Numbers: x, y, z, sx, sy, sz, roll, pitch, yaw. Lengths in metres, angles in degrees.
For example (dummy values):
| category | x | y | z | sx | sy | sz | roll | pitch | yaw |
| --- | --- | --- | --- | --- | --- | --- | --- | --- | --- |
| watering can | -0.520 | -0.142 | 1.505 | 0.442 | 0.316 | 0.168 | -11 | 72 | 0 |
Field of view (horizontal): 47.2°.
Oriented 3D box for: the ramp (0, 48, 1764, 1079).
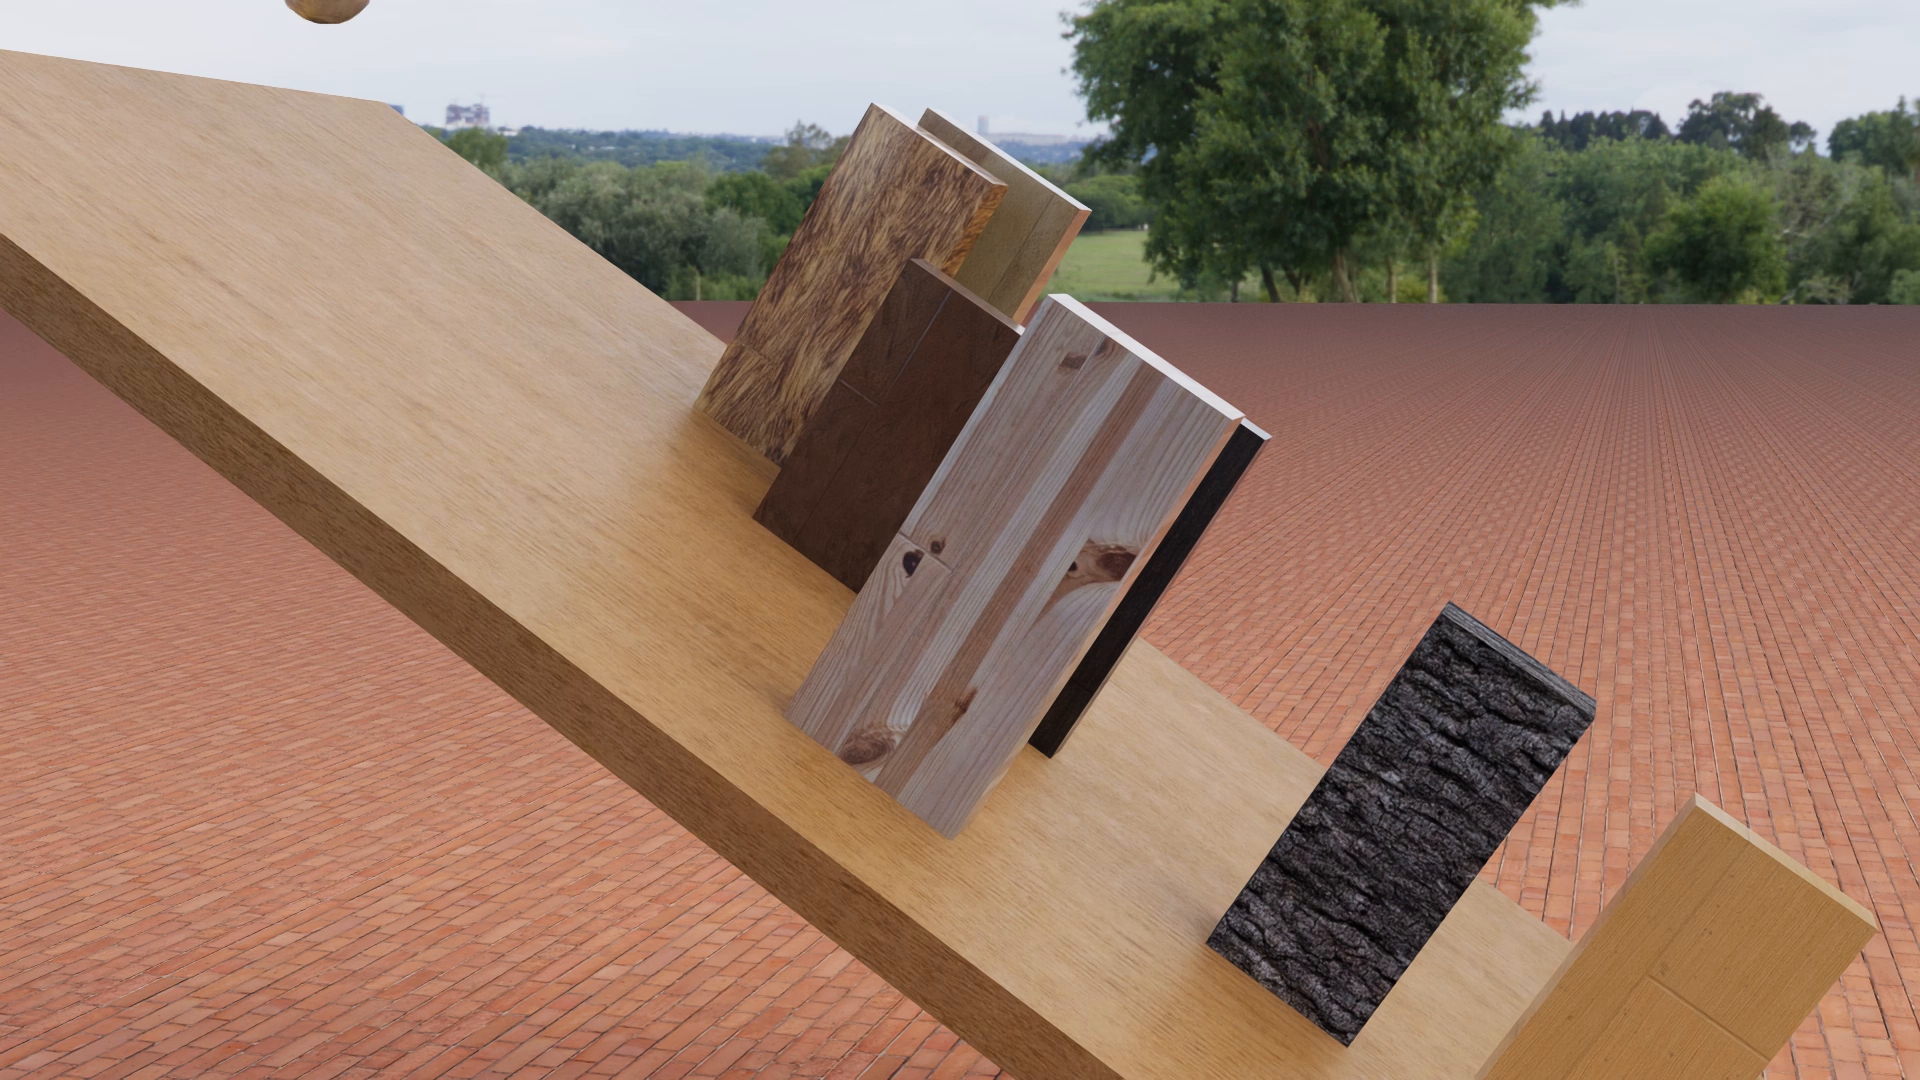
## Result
| category | x | y | z | sx | sy | sz | roll | pitch | yaw |
| --- | --- | --- | --- | --- | --- | --- | --- | --- | --- |
| ramp | -0.130 | 0.219 | 4.101 | 4.000 | 0.100 | 2.000 | 35 | 15 | 10 |

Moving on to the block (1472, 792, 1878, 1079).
| category | x | y | z | sx | sy | sz | roll | pitch | yaw |
| --- | --- | --- | --- | --- | --- | --- | --- | --- | --- |
| block | 0.933 | 0.724 | 3.077 | 0.280 | 0.715 | 0.083 | 35 | 15 | 10 |

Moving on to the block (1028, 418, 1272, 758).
| category | x | y | z | sx | sy | sz | roll | pitch | yaw |
| --- | --- | --- | --- | --- | --- | --- | --- | --- | --- |
| block | 0.240 | 0.025 | 3.923 | 0.287 | 0.694 | 0.082 | 35 | 15 | 10 |

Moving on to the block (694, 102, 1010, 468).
| category | x | y | z | sx | sy | sz | roll | pitch | yaw |
| --- | --- | --- | --- | --- | --- | --- | --- | --- | --- |
| block | -0.230 | -0.503 | 4.557 | 0.305 | 0.736 | 0.119 | 35 | 15 | 10 |

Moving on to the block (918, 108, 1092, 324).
| category | x | y | z | sx | sy | sz | roll | pitch | yaw |
| --- | --- | --- | --- | --- | --- | --- | --- | --- | --- |
| block | -0.092 | -0.500 | 4.775 | 0.399 | 0.762 | 0.105 | 35 | 15 | 10 |

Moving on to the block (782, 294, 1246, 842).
| category | x | y | z | sx | sy | sz | roll | pitch | yaw |
| --- | --- | --- | --- | --- | --- | --- | --- | --- | --- |
| block | 0.074 | 0.044 | 3.359 | 0.330 | 0.781 | 0.115 | 35 | 15 | 10 |

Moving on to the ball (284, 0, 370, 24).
| category | x | y | z | sx | sy | sz | roll | pitch | yaw |
| --- | --- | --- | --- | --- | --- | --- | --- | --- | --- |
| ball | -1.254 | -1.118 | 4.346 | 0.195 | 0.195 | 0.195 | 0 | 7 | 0 |

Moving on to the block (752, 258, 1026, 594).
| category | x | y | z | sx | sy | sz | roll | pitch | yaw |
| --- | --- | --- | --- | --- | --- | --- | --- | --- | --- |
| block | -0.097 | -0.188 | 4.129 | 0.338 | 0.584 | 0.087 | 35 | 15 | 10 |

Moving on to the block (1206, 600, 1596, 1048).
| category | x | y | z | sx | sy | sz | roll | pitch | yaw |
| --- | --- | --- | --- | --- | --- | --- | --- | --- | --- |
| block | 0.707 | 0.458 | 3.547 | 0.279 | 0.670 | 0.144 | 35 | 15 | 10 |
